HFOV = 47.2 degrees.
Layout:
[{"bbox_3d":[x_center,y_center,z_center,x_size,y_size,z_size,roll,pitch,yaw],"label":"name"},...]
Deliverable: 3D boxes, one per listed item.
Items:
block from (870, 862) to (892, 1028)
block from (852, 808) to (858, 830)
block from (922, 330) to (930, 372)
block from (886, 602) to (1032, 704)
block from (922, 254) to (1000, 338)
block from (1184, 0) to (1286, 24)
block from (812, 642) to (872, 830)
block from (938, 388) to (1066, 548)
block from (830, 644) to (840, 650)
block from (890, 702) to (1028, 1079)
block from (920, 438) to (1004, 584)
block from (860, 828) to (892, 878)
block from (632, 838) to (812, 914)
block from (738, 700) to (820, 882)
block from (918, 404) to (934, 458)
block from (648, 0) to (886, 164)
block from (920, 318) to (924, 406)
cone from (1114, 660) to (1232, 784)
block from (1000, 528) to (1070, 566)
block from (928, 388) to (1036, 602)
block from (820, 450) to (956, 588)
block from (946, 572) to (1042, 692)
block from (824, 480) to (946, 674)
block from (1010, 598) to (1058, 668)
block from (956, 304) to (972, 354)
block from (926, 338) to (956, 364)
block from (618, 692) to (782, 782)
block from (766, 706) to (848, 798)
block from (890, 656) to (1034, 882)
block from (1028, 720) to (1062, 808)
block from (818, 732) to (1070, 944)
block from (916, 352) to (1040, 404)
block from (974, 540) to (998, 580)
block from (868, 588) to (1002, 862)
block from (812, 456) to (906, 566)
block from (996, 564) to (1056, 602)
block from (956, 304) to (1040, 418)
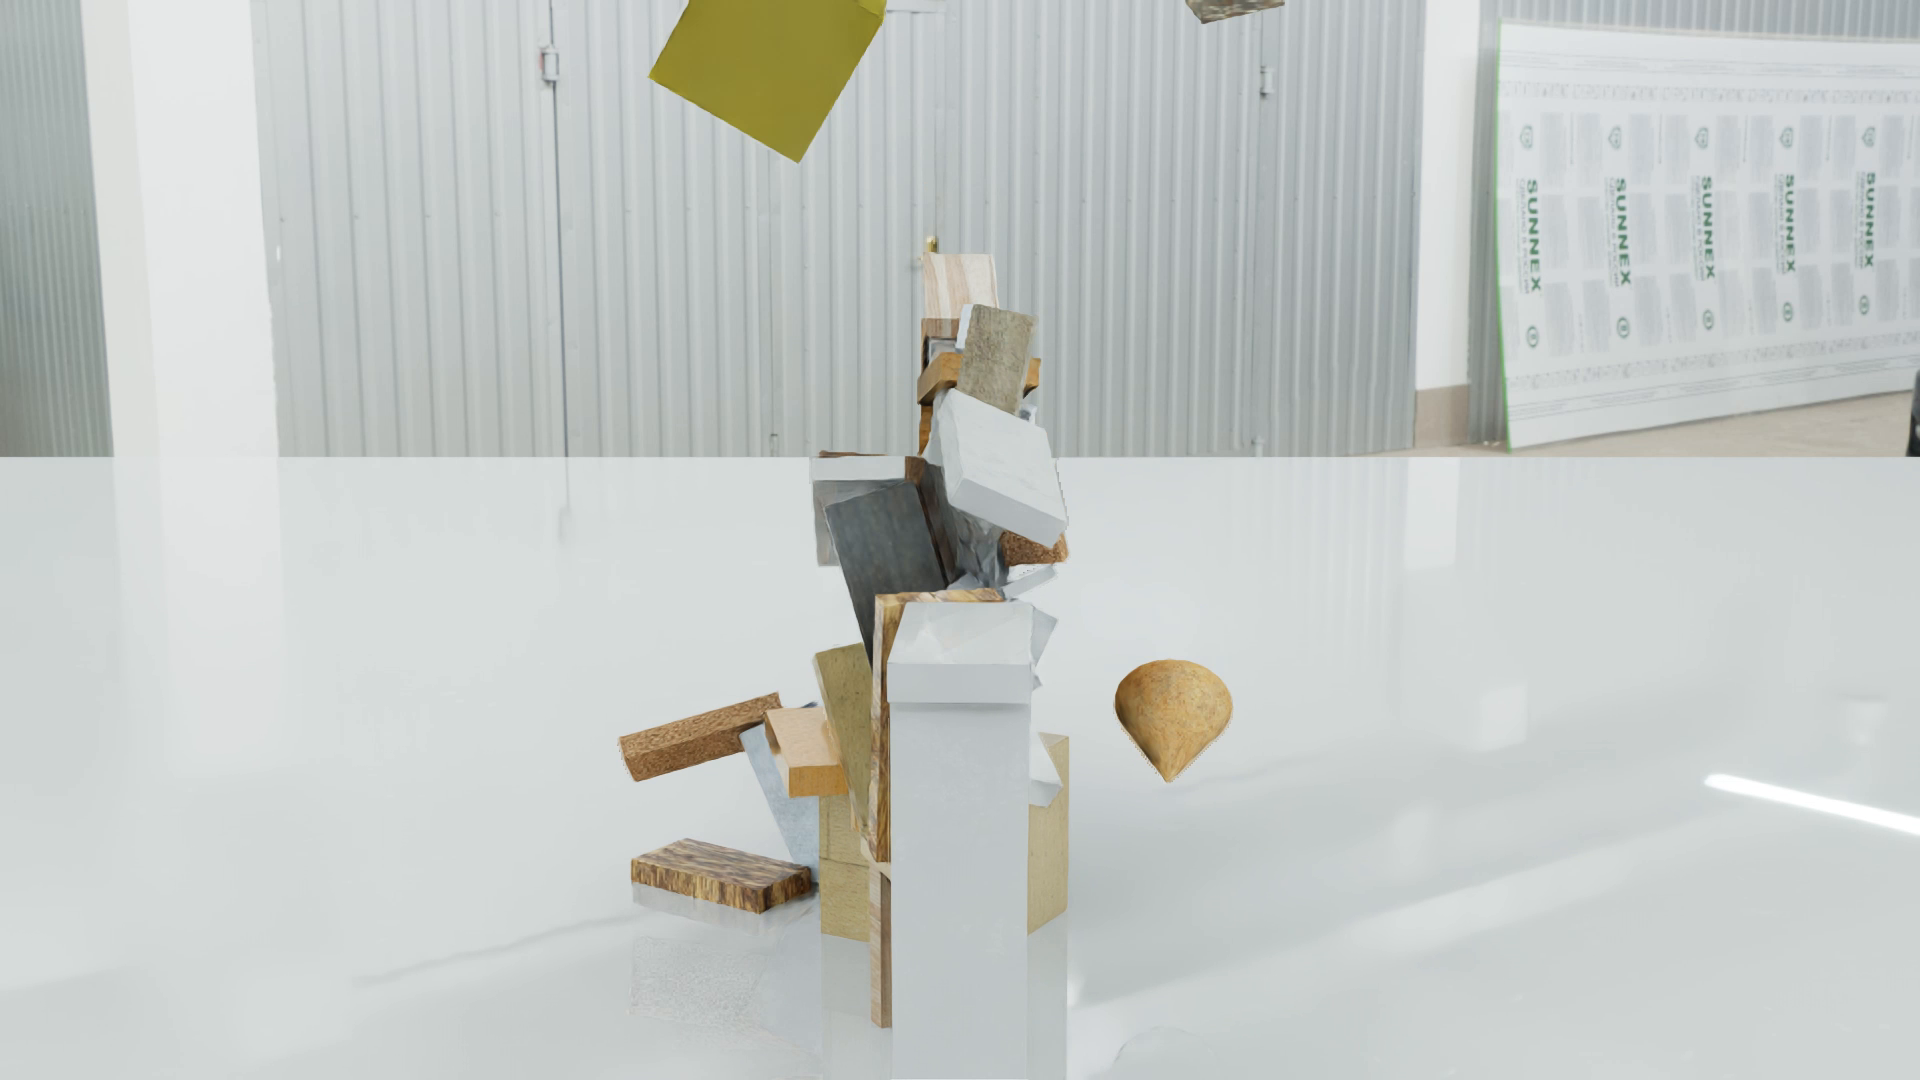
[{"bbox_3d":[-0.066,0.566,3.137,0.121,0.241,0.034,-6,12,-27],"label":"block"},{"bbox_3d":[-0.103,0.308,3.229,0.112,0.234,0.032,2,-19,-11],"label":"block"},{"bbox_3d":[0.000,-0.353,4.015,0.132,0.037,0.265,2,52,0],"label":"block"},{"bbox_3d":[0.005,0.134,2.695,0.163,0.046,0.326,1,11,3],"label":"block"},{"bbox_3d":[0.000,-0.449,4.018,0.132,0.037,0.265,0,33,-3],"label":"block"},{"bbox_3d":[0.388,-0.846,3.183,0.128,0.128,0.128,-7,-17,25],"label":"block"},{"bbox_3d":[-0.116,0.278,3.199,0.131,0.263,0.037,-12,-16,-16],"label":"block"},{"bbox_3d":[0.056,-0.106,3.134,0.159,0.045,0.318,23,23,-14],"label":"block"},{"bbox_3d":[-0.122,0.264,3.454,0.167,0.047,0.335,35,3,-15],"label":"block"},{"bbox_3d":[-0.001,0.471,2.660,0.163,0.601,0.046,0,12,0],"label":"block"},{"bbox_3d":[-0.017,-0.036,3.398,0.159,0.045,0.352,15,-29,-9],"label":"block"},{"bbox_3d":[-0.041,0.444,3.037,0.121,0.034,0.241,-5,11,-21],"label":"block"},{"bbox_3d":[-0.402,0.563,3.704,0.278,0.039,0.139,7,13,34],"label":"block"},{"bbox_3d":[-0.253,0.426,3.698,0.139,0.278,0.039,-25,-2,21],"label":"block"},{"bbox_3d":[0.003,-0.070,3.856,0.162,0.324,0.046,3,9,-2],"label":"block"},{"bbox_3d":[-0.288,-0.788,3.367,0.258,0.258,0.258,28,25,-14],"label":"block"},{"bbox_3d":[0.002,-0.299,4.079,0.151,0.043,0.302,1,44,-1],"label":"block"},{"bbox_3d":[0.336,0.325,3.511,0.191,0.191,0.191,1,36,8],"label":"cone"},{"bbox_3d":[0.102,-0.059,3.543,0.102,0.204,0.029,-3,25,27],"label":"block"},{"bbox_3d":[0.017,-0.035,3.655,0.162,0.410,0.046,11,18,12],"label":"block"},{"bbox_3d":[-0.110,-0.027,3.351,0.159,0.045,0.318,4,-29,11],"label":"block"},{"bbox_3d":[0.024,0.164,3.350,0.112,0.032,0.224,-33,54,1],"label":"block"},{"bbox_3d":[-0.092,0.062,3.093,0.131,0.263,0.037,-16,-2,-5],"label":"block"},{"bbox_3d":[0.082,0.175,3.394,0.078,0.156,0.022,28,-8,-15],"label":"block"},{"bbox_3d":[0.024,-0.339,3.546,0.050,0.014,0.101,6,51,4],"label":"block"},{"bbox_3d":[0.012,-0.327,3.833,0.132,0.037,0.265,2,7,-2],"label":"block"},{"bbox_3d":[-0.437,0.340,3.779,0.278,0.039,0.139,-16,-22,-7],"label":"block"},{"bbox_3d":[-0.202,0.322,3.390,0.163,0.046,0.326,-2,11,-11],"label":"block"},{"bbox_3d":[0.001,0.301,2.848,0.163,0.326,0.046,2,17,-5],"label":"block"},{"bbox_3d":[0.025,0.262,3.395,0.167,0.047,0.335,17,31,-34],"label":"block"},{"bbox_3d":[-0.023,0.470,3.517,0.292,0.292,0.292,6,12,29],"label":"block"},{"bbox_3d":[0.027,-0.267,3.714,0.162,0.046,0.324,3,-4,-8],"label":"block"},{"bbox_3d":[0.026,-0.032,3.550,0.062,0.201,0.017,3,24,15],"label":"block"},{"bbox_3d":[-0.034,0.251,2.964,0.163,0.368,0.046,-3,18,-15],"label":"block"},{"bbox_3d":[-0.147,-0.039,3.229,0.131,0.037,0.263,-1,-28,-2],"label":"block"},{"bbox_3d":[0.082,0.080,3.519,0.078,0.022,0.156,-24,0,36],"label":"block"},{"bbox_3d":[0.052,-0.264,3.484,0.102,0.204,0.029,14,8,17],"label":"block"}]
